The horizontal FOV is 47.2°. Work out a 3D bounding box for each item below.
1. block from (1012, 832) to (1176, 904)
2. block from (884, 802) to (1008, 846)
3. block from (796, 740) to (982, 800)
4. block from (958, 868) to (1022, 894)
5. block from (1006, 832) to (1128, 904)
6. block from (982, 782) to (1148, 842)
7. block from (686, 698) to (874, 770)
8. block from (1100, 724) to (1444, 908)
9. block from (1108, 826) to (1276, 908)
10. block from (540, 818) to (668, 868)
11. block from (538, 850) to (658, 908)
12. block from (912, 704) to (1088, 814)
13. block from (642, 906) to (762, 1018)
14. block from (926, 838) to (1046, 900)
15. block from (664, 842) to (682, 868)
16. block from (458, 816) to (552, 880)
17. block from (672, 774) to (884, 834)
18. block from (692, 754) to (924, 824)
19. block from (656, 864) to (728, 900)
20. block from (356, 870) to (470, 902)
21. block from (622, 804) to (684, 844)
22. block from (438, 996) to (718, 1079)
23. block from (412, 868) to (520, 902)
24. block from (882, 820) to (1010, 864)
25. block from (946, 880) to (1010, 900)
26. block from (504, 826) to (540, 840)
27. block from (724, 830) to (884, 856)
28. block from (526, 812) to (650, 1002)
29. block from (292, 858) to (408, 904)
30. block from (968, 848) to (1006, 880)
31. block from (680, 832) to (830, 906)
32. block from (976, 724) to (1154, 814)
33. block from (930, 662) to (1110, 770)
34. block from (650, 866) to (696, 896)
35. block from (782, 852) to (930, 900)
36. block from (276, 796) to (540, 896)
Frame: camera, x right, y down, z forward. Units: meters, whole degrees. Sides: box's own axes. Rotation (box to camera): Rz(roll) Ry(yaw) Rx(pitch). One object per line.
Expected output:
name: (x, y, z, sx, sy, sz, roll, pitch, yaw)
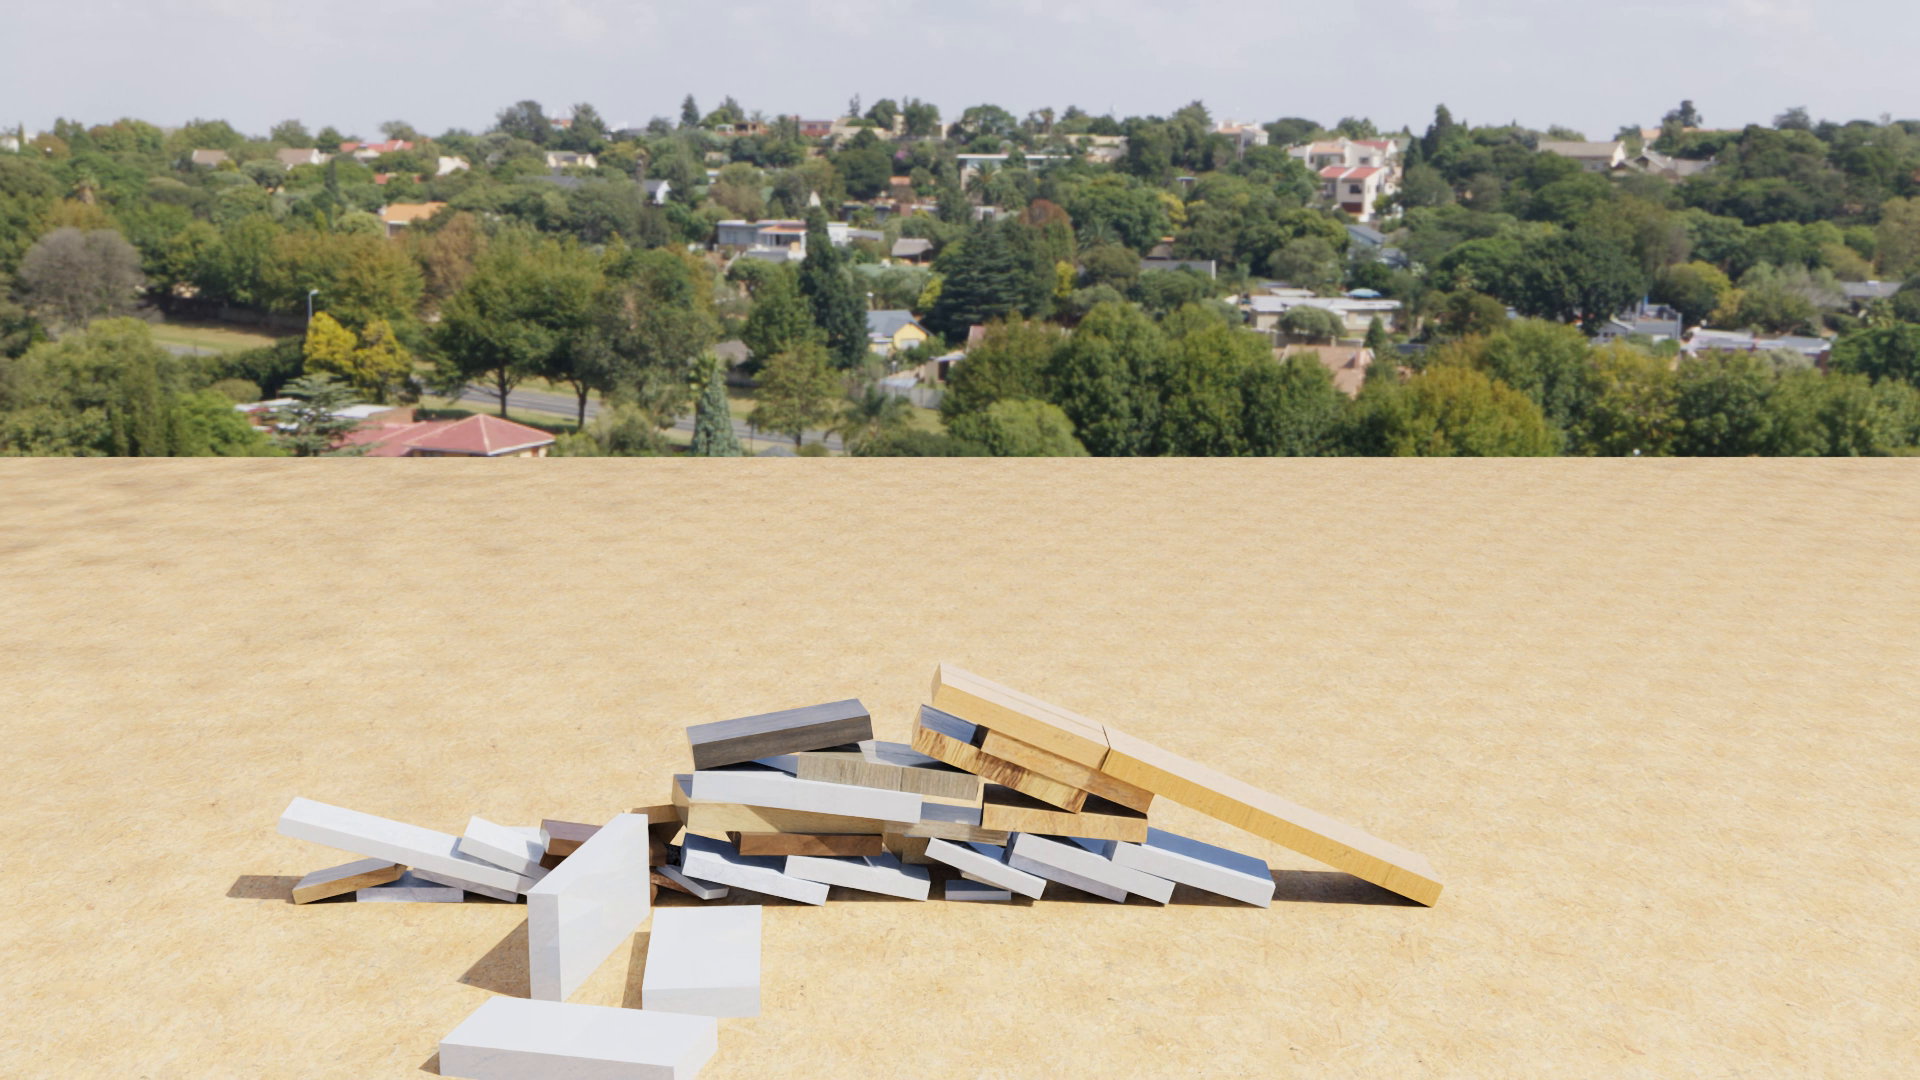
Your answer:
block: (0.221, 0.524, 3.659, 0.268, 0.038, 0.134, 19, 10, -2)
block: (-0.020, 0.467, 3.649, 0.202, 0.029, 0.101, 6, 9, 2)
block: (-0.113, 0.375, 3.645, 0.294, 0.042, 0.147, 7, 9, 3)
block: (0.050, 0.556, 3.650, 0.108, 0.015, 0.054, 19, 10, -15)
block: (0.178, 0.544, 3.664, 0.202, 0.029, 0.101, 18, 10, -4)
block: (0.172, 0.451, 3.645, 0.268, 0.038, 0.134, 5, 10, -1)
block: (-0.302, 0.321, 3.656, 0.294, 0.042, 0.147, -9, 8, -10)
block: (0.507, 0.455, 3.641, 0.598, 0.041, 0.146, 23, 9, -6)
block: (0.382, 0.534, 3.655, 0.268, 0.038, 0.134, 17, 10, -2)
block: (-0.589, 0.500, 3.628, 0.195, 0.028, 0.098, 10, 8, -20)
block: (-0.594, 0.544, 3.637, 0.195, 0.028, 0.098, 22, 8, -8)
block: (0.065, 0.360, 3.635, 0.294, 0.042, 0.147, 22, 9, -4)
block: (-0.384, 0.632, 3.310, 0.167, 0.047, 0.335, -1, 11, -5)
block: (0.044, 0.531, 3.644, 0.202, 0.029, 0.101, 22, 10, 0)
block: (-0.444, 0.536, 3.687, 0.113, 0.016, 0.057, 16, 9, -20)
block: (-0.726, 0.519, 3.640, 0.195, 0.028, 0.098, 22, 9, -8)
block: (-0.305, 0.441, 3.679, 0.329, 0.047, 0.165, 3, 10, -17)
block: (-0.247, 0.404, 3.650, 0.373, 0.047, 0.165, 6, 9, 0)
block: (-0.443, 0.561, 3.641, 0.113, 0.016, 0.057, 25, 10, 32)
block: (-0.907, 0.577, 3.670, 0.175, 0.025, 0.088, 0, 11, 0)
block: (-0.542, 0.500, 3.789, 0.104, 0.030, 0.209, -4, -20, -20)
block: (-0.518, 0.690, 2.999, 0.335, 0.047, 0.167, 2, 11, 13)
block: (-0.814, 0.555, 3.659, 0.176, 0.025, 0.088, 15, 10, -4)
block: (0.031, 0.513, 3.819, 0.329, 0.047, 0.165, 4, 11, -21)
block: (0.031, 0.583, 3.664, 0.108, 0.015, 0.054, 0, 11, 1)
block: (-0.709, 0.527, 3.745, 0.209, 0.104, 0.030, 1, 55, 7)
block: (-0.260, 0.490, 3.660, 0.239, 0.034, 0.120, 3, 10, -18)
block: (-0.565, 0.559, 3.379, 0.047, 0.167, 0.385, 2, 11, 11)
block: (-1.009, 0.559, 3.651, 0.175, 0.025, 0.088, -14, 10, 3)
block: (0.064, 0.550, 3.723, 0.108, 0.054, 0.015, 1, -33, -20)
block: (-0.341, 0.545, 3.642, 0.239, 0.034, 0.120, 15, 8, -11)
block: (0.173, 0.360, 3.631, 0.292, 0.041, 0.146, 21, 9, -6)
block: (0.096, 0.287, 3.609, 0.292, 0.041, 0.146, 21, 9, -5)
block: (-0.473, 0.565, 3.661, 0.113, 0.016, 0.057, 18, 8, -8)
block: (-0.174, 0.546, 3.669, 0.239, 0.034, 0.120, 12, 8, -7)
block: (-0.899, 0.507, 3.633, 0.432, 0.030, 0.104, 15, 10, -6)
